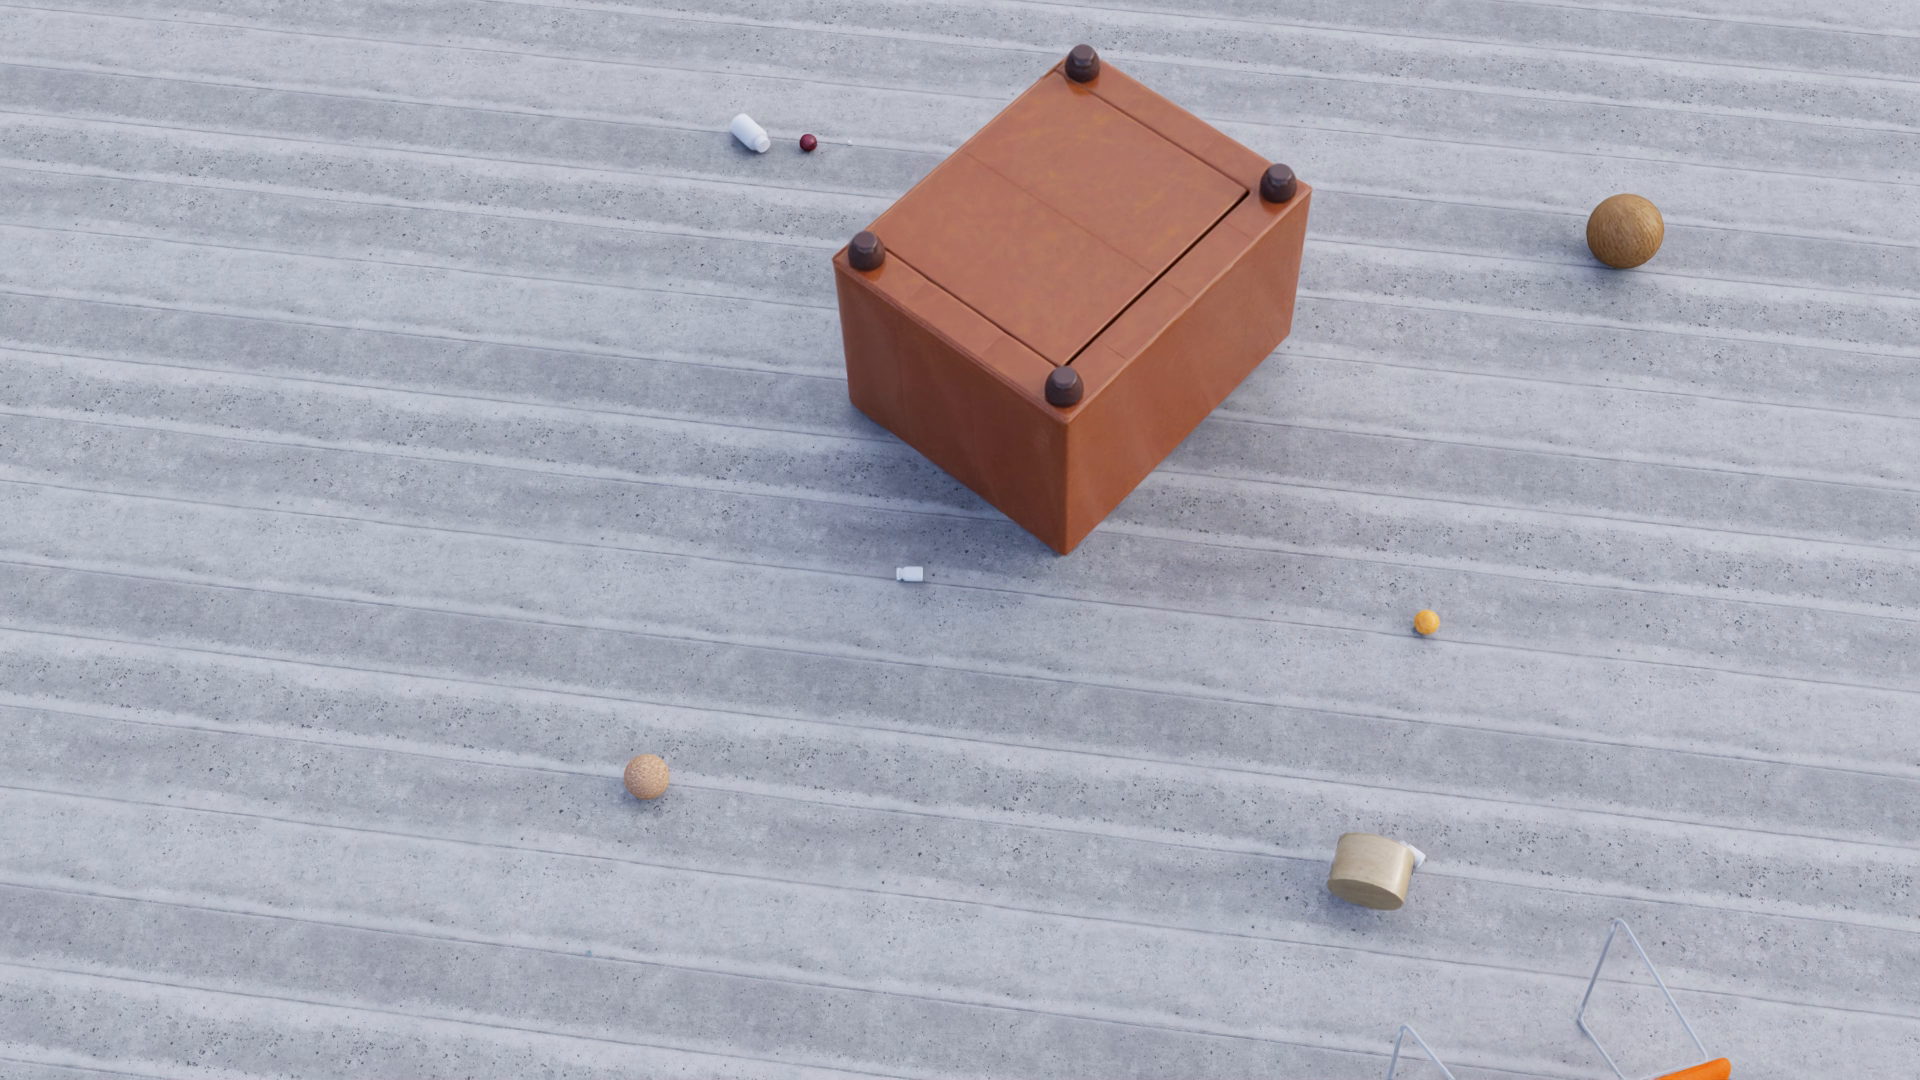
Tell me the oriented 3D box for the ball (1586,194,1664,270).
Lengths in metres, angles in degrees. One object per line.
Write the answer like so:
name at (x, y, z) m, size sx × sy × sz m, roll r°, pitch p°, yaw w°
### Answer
ball at (2.146, -0.996, 7.097) m, size 0.242 × 0.242 × 0.242 m, roll 0°, pitch 56°, yaw 0°

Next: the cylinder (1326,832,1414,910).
cylinder at (1.100, 0.887, 5.892) m, size 0.205 × 0.143 × 0.144 m, roll 12°, pitch 57°, yaw 16°

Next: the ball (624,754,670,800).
ball at (-0.864, 0.652, 6.061) m, size 0.126 × 0.126 × 0.126 m, roll 0°, pitch 56°, yaw 0°
